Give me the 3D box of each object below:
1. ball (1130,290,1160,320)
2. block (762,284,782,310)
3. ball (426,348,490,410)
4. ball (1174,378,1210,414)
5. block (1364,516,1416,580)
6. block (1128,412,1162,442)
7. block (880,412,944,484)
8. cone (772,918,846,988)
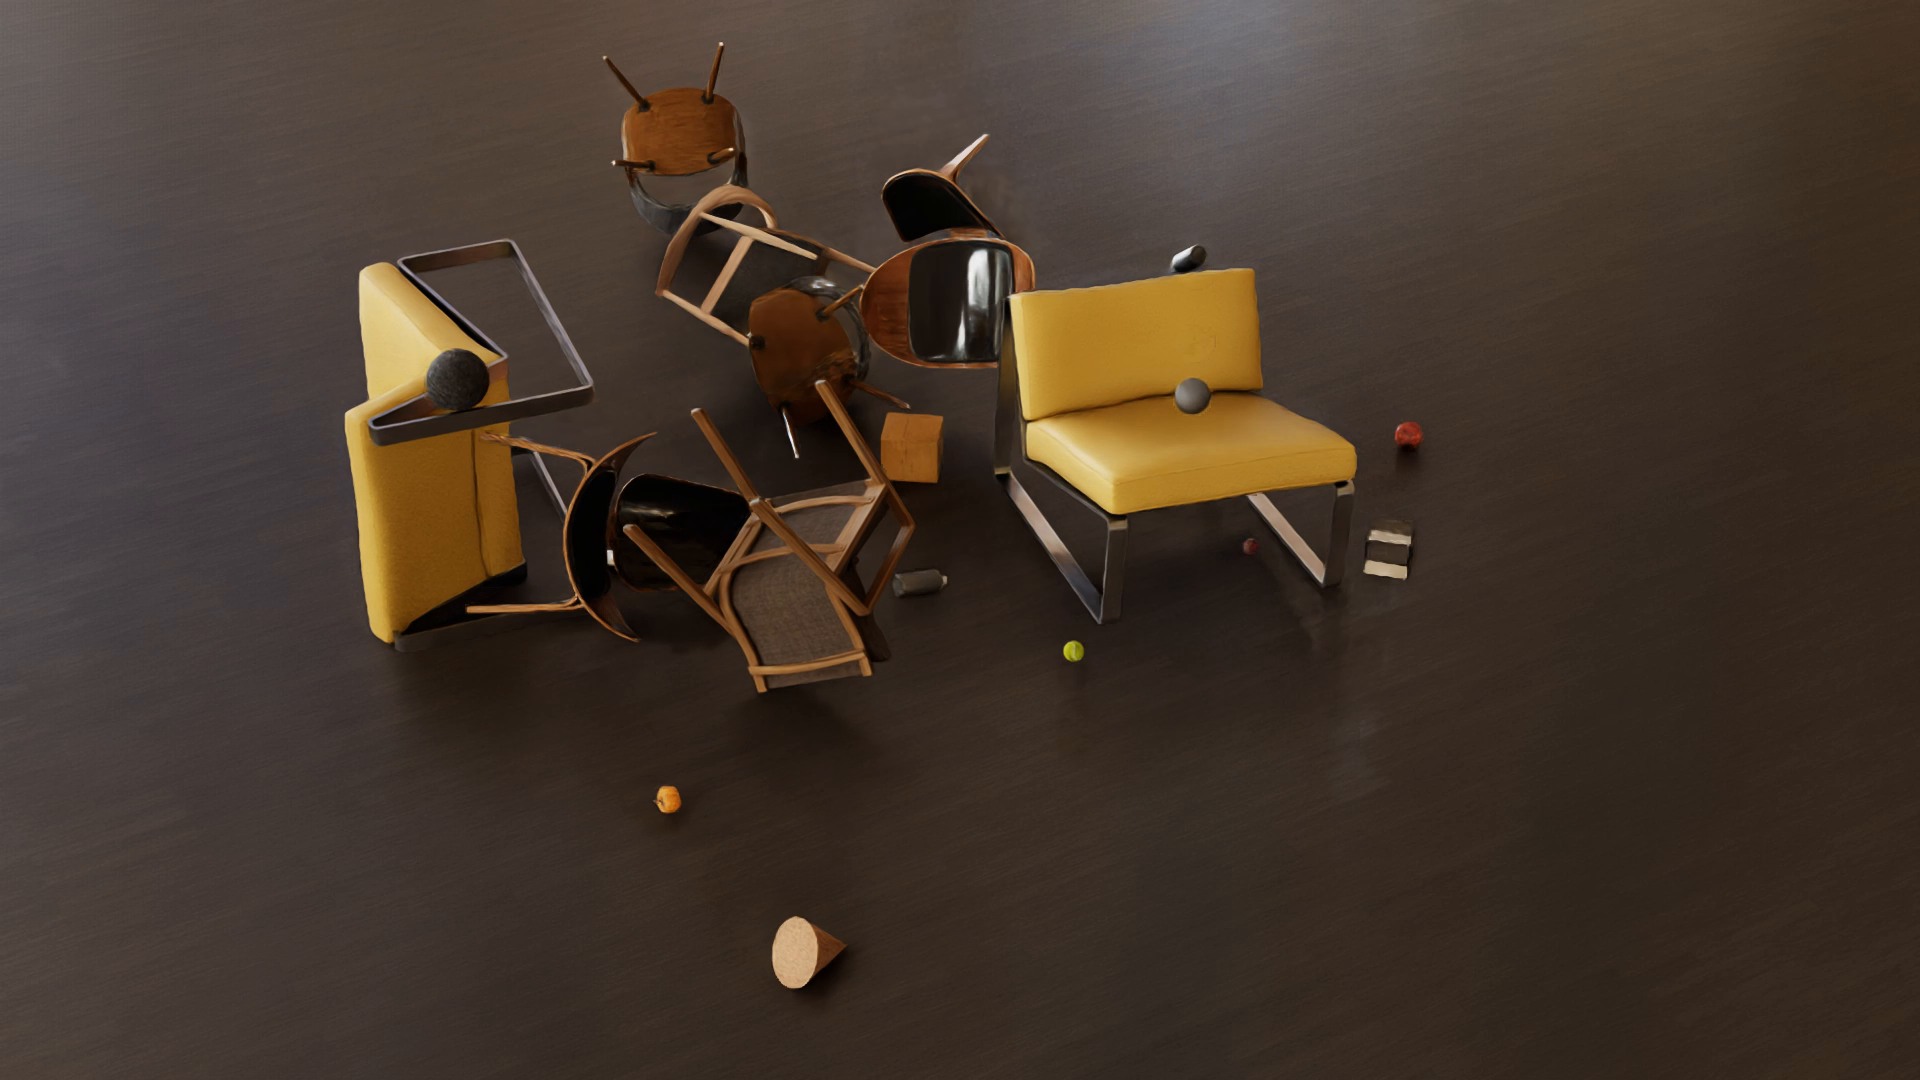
[{"bbox_3d":[0.779,-0.990,12.330,0.128,0.128,0.128,0,33,0],"label":"ball"},{"bbox_3d":[-0.779,-1.007,12.172,0.039,0.068,0.077,2,49,-33],"label":"block"},{"bbox_3d":[-1.694,-0.541,9.894,0.209,0.209,0.209,0,33,0],"label":"ball"},{"bbox_3d":[0.844,-0.520,10.645,0.131,0.131,0.131,0,33,0],"label":"ball"},{"bbox_3d":[1.576,0.030,10.764,0.158,0.149,0.155,9,34,13],"label":"block"},{"bbox_3d":[0.731,-0.443,11.568,0.107,0.055,0.121,-7,34,-11],"label":"block"},{"bbox_3d":[-0.184,-0.356,11.321,0.219,0.180,0.204,4,34,5],"label":"block"},{"bbox_3d":[-0.422,1.250,8.955,0.185,0.223,0.236,25,15,38],"label":"cone"}]
